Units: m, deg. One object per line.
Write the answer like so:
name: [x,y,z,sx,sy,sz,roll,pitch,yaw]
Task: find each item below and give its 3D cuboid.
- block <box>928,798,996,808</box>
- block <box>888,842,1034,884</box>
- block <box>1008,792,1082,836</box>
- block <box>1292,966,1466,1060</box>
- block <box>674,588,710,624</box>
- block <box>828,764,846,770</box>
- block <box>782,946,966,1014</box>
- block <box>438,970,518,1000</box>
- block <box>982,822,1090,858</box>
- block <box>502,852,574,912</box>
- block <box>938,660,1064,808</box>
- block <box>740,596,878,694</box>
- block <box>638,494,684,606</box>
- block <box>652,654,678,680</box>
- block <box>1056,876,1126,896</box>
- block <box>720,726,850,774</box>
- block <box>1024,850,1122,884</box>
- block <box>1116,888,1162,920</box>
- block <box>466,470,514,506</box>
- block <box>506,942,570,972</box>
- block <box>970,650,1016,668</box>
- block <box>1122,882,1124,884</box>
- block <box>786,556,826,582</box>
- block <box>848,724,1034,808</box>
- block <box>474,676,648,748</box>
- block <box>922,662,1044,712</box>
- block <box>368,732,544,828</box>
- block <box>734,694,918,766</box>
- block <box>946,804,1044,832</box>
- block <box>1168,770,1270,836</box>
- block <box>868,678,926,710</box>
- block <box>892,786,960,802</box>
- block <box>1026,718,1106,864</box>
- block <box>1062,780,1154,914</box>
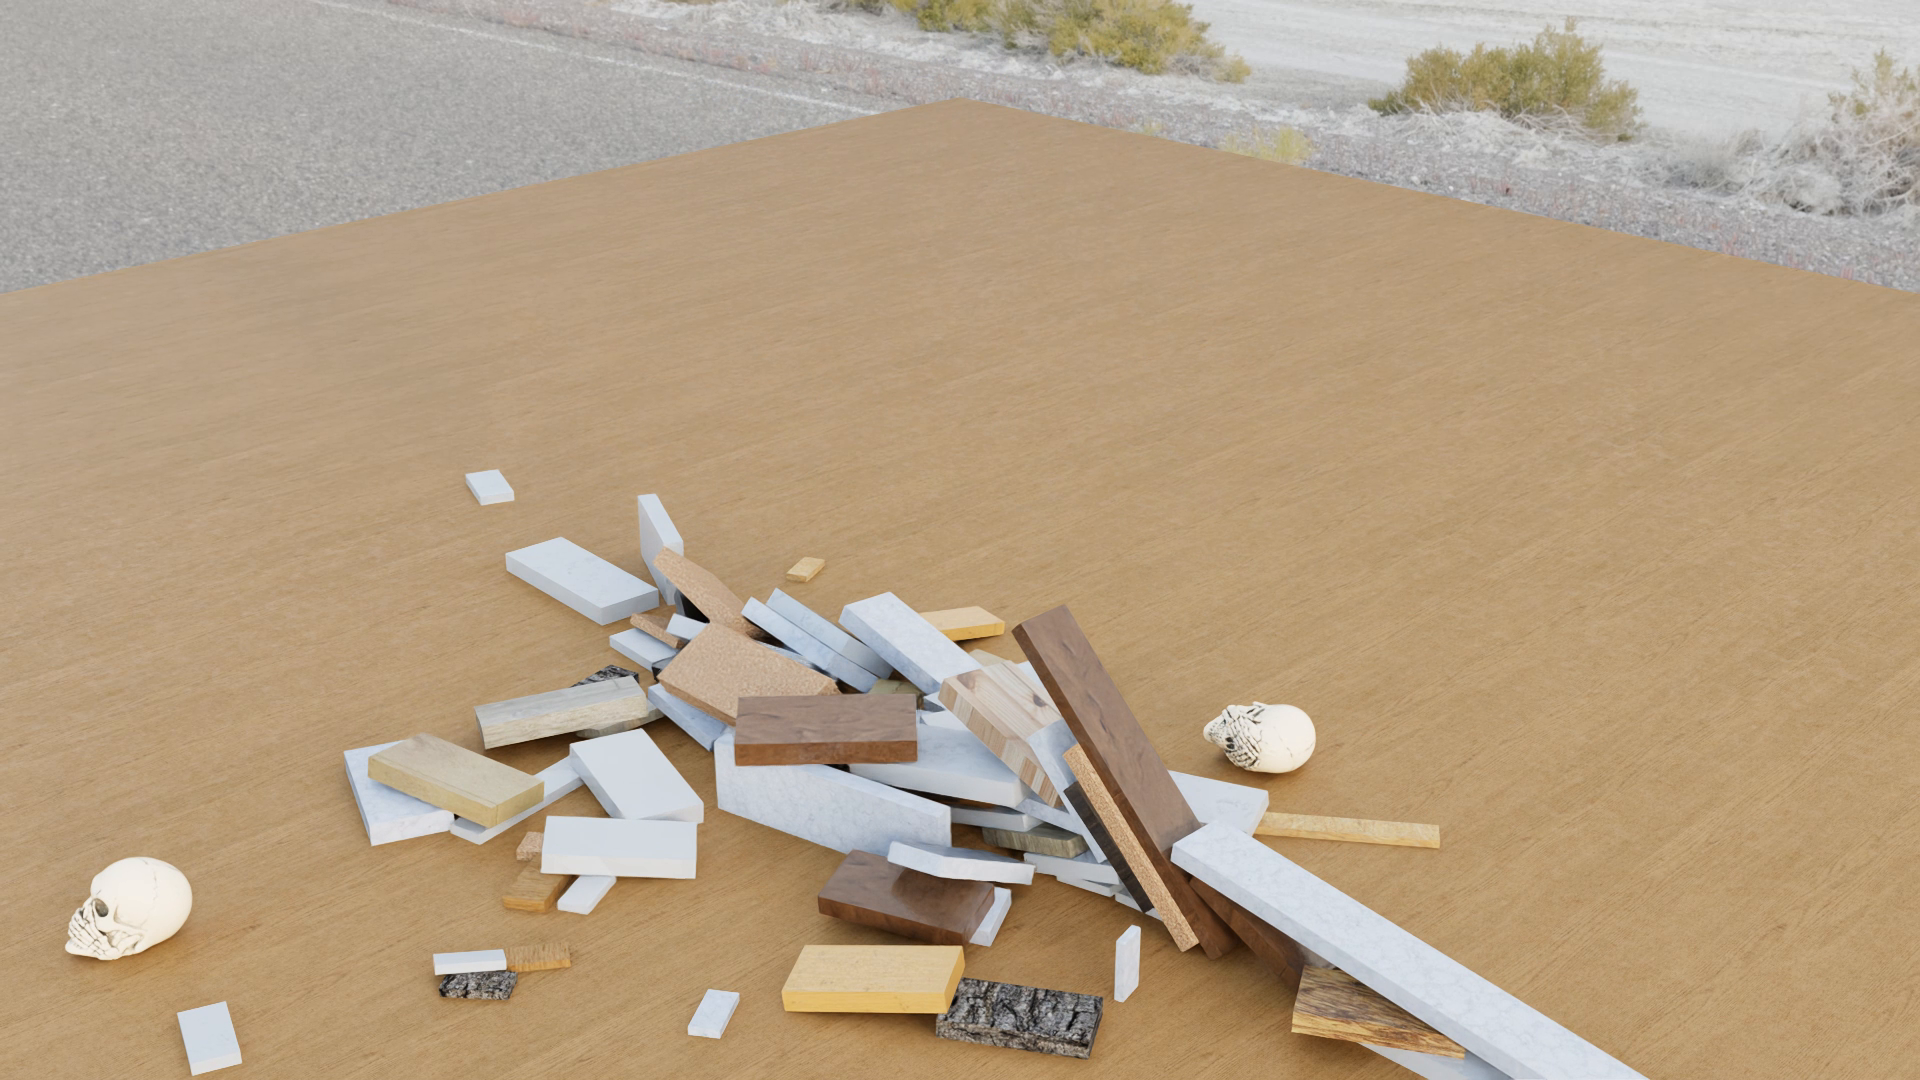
block: [0.021,0.500,4.458,0.113,0.032,0.227,-20,13,-39]
block: [0.004,0.605,4.117,0.132,0.037,0.265,9,-3,42]
block: [0.190,0.503,4.273,0.123,0.035,0.247,-19,23,-39]
block: [0.715,0.798,3.725,0.284,0.040,0.142,6,24,14]
block: [-0.616,0.178,5.249,0.110,0.031,0.220,16,17,-19]
block: [-0.293,0.391,4.532,0.226,0.032,0.113,17,57,41]
block: [-0.150,0.767,3.849,0.292,0.041,0.146,-2,22,14]
block: [-0.851,0.785,3.887,0.123,0.017,0.062,2,23,4]
block: [0.171,0.568,4.286,0.123,0.035,0.247,-20,13,-39]
block: [-0.798,0.652,4.195,0.083,0.024,0.167,5,24,12]
block: [0.138,0.376,4.308,0.179,0.051,0.358,-13,41,-40]
block: [-0.343,0.239,4.990,0.323,0.046,0.162,30,-4,43]
block: [-0.747,0.021,5.501,0.047,0.165,0.329,-8,24,-17]
block: [-0.583,0.294,4.952,0.116,0.033,0.232,-24,20,-35]
block: [0.256,0.644,4.195,0.132,0.019,0.066,10,24,43]
block: [-0.342,0.419,4.581,0.344,0.032,0.113,15,56,40]
block: [0.253,0.605,4.197,0.123,0.035,0.247,-22,14,-40]
block: [0.365,0.679,4.136,0.132,0.019,0.066,19,29,37]
block: [-1.299,-0.146,6.072,0.092,0.026,0.184,-10,25,-22]
block: [-0.761,0.753,3.966,0.113,0.016,0.057,-4,23,-10]
block: [0.082,0.304,5.010,0.194,0.027,0.097,19,29,37]
block: [0.366,0.650,4.131,0.132,0.019,0.066,30,36,34]
block: [-0.391,0.074,5.566,0.056,0.016,0.112,9,24,20]
block: [-0.014,0.442,4.372,0.381,0.051,0.179,6,23,31]
block: [-0.863,0.370,4.754,0.349,0.049,0.175,-11,13,-16]
block: [0.093,0.337,4.805,0.310,0.044,0.155,-17,20,-27]
block: [-1.020,0.484,4.451,0.322,0.046,0.161,17,22,25]
block: [-0.266,0.378,4.391,0.358,0.051,0.179,-1,27,-2]
block: [0.086,0.535,4.373,0.113,0.032,0.227,-21,14,-41]
block: [0.482,0.532,4.412,0.246,0.035,0.123,9,40,26]
block: [-0.162,0.375,4.837,0.113,0.032,0.226,7,24,16]
block: [-0.083,0.475,4.424,0.227,0.032,0.113,4,22,27]
block: [0.249,0.462,4.154,0.135,0.269,0.038,-22,-13,-41]
block: [0.319,0.546,4.094,0.135,0.038,0.269,-25,78,-41]
